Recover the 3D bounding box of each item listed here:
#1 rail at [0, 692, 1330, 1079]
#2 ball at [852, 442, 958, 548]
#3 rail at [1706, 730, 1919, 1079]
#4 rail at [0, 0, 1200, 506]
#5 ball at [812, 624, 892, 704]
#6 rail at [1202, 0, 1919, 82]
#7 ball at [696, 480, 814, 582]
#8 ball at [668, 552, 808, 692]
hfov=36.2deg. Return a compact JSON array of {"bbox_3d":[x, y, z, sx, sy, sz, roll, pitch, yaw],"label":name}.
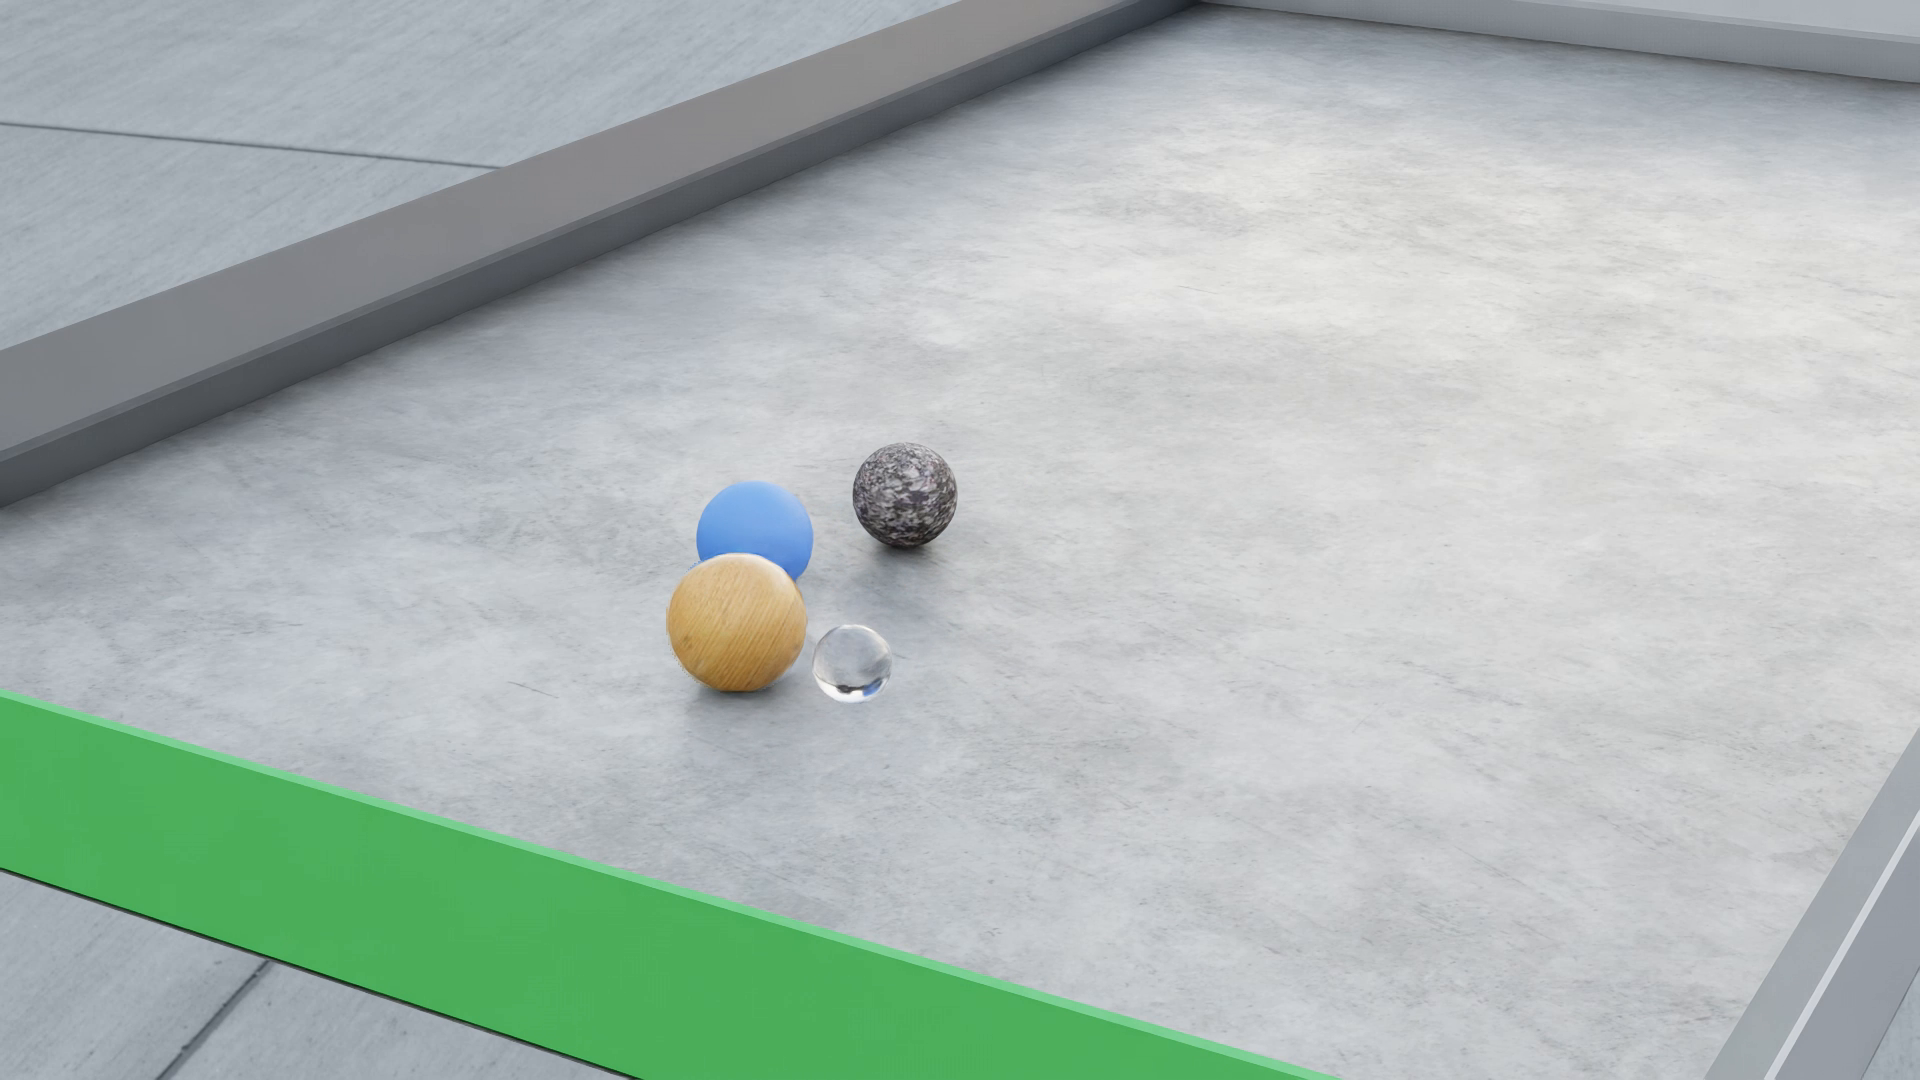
[{"bbox_3d":[-0.299,0.178,1.550,1.409,0.117,0.045,12,25,27],"label":"rail"},{"bbox_3d":[-0.040,-0.032,2.123,0.076,0.076,0.076,0,22,0],"label":"ball"},{"bbox_3d":[0.902,-0.099,2.230,0.045,0.117,2.511,12,25,27],"label":"rail"},{"bbox_3d":[-0.281,-0.353,2.854,0.045,0.117,2.511,12,25,27],"label":"rail"},{"bbox_3d":[-0.069,0.079,1.881,0.052,0.052,0.052,0,22,0],"label":"ball"},{"bbox_3d":[0.920,-0.630,3.533,1.409,0.117,0.045,12,25,27],"label":"rail"},{"bbox_3d":[-0.142,-0.001,2.038,0.081,0.081,0.081,0,22,0],"label":"ball"},{"bbox_3d":[-0.143,0.053,1.895,0.090,0.090,0.090,0,22,0],"label":"ball"}]
